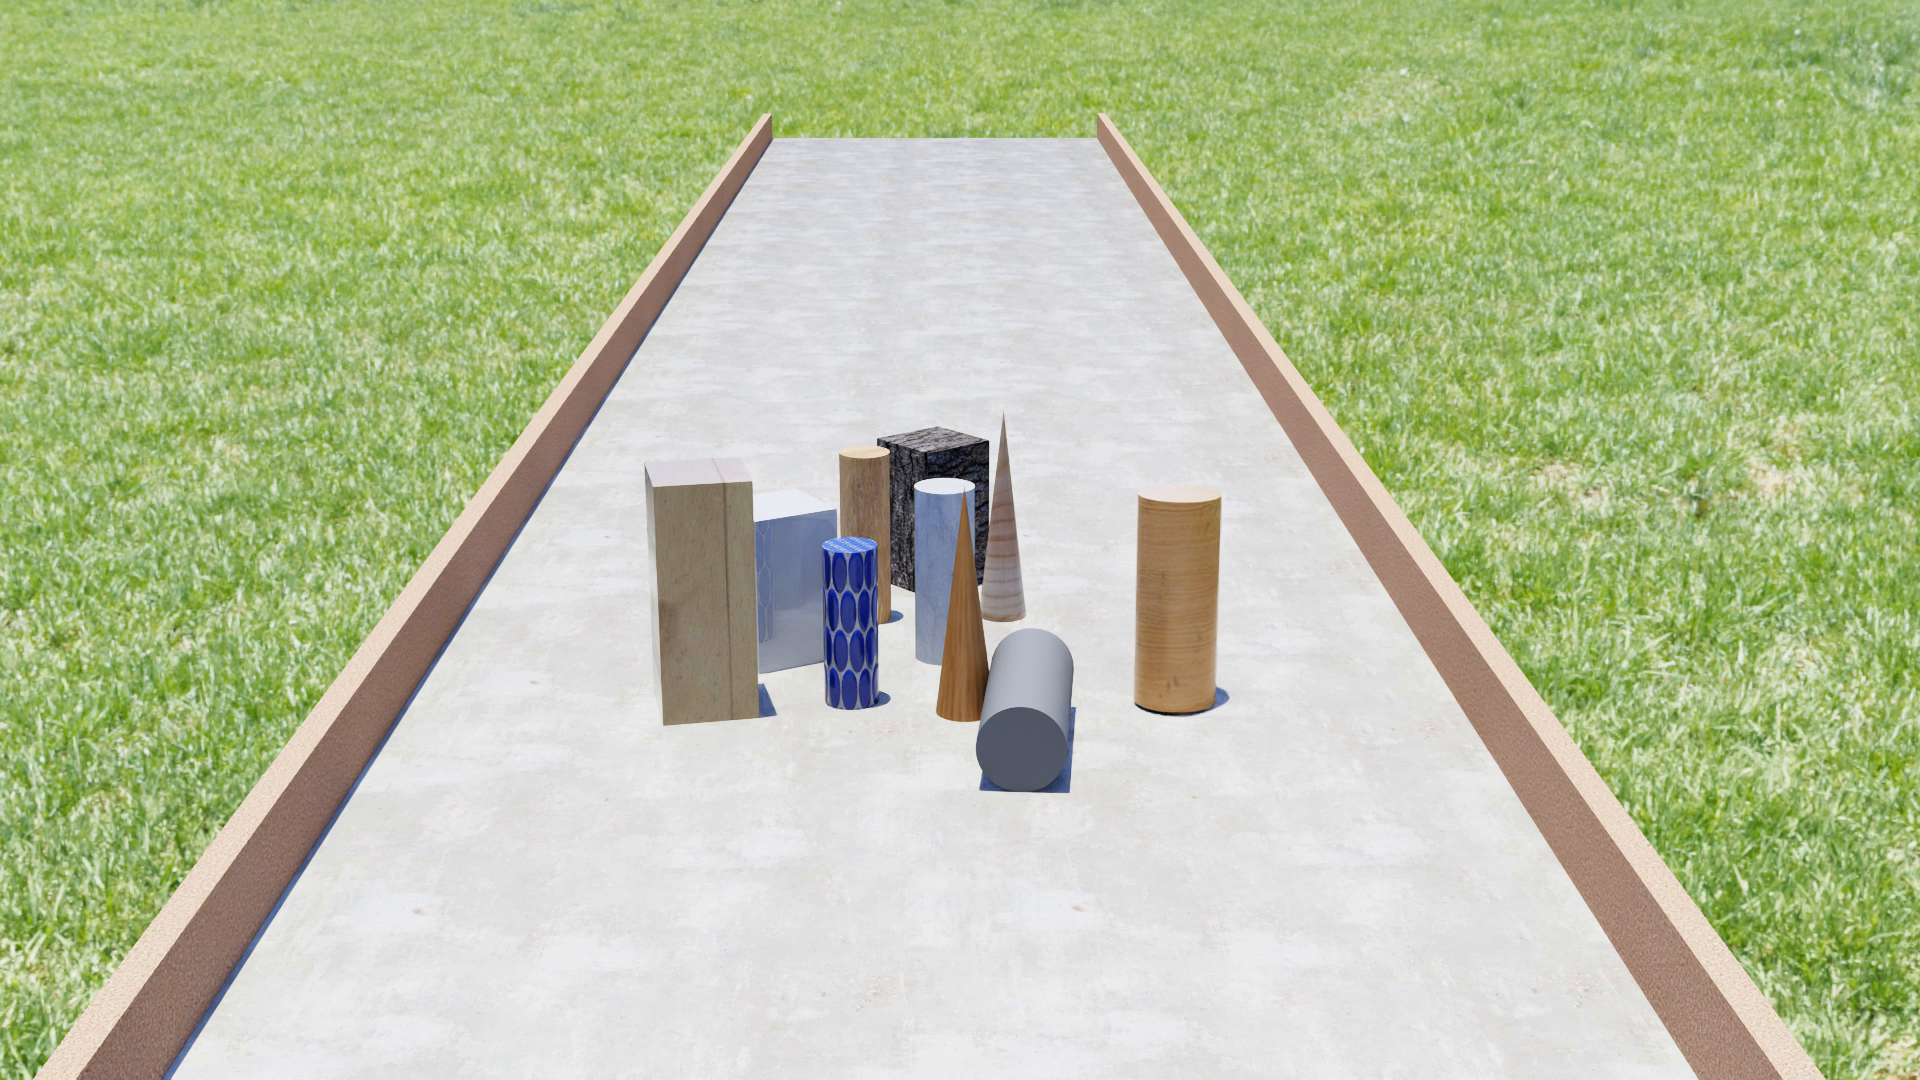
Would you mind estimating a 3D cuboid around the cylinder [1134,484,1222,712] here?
[{"bbox_3d":[0.409,0.109,4.140,0.156,0.403,0.156,0,13,0],"label":"cylinder"}]

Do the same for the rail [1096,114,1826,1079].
[{"bbox_3d":[0.932,-0.844,7.801,0.050,0.150,12.000,0,17,-1],"label":"rail"}]

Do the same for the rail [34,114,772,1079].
[{"bbox_3d":[-1.118,-0.838,7.780,0.050,0.150,12.000,0,17,-1],"label":"rail"}]

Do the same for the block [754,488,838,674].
[{"bbox_3d":[-0.365,0.080,4.409,0.179,0.313,0.179,-10,19,-30],"label":"block"}]

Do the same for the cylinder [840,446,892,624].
[{"bbox_3d":[-0.199,-0.009,4.618,0.105,0.364,0.105,0,17,0],"label":"cylinder"}]

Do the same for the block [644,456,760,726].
[{"bbox_3d":[-0.482,0.094,4.106,0.179,0.459,0.179,-4,17,-12],"label":"block"}]

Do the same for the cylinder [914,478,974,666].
[{"bbox_3d":[-0.030,0.064,4.389,0.120,0.356,0.120,0,17,0],"label":"cylinder"}]

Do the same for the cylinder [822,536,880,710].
[{"bbox_3d":[-0.206,0.158,4.153,0.104,0.310,0.104,0,17,0],"label":"cylinder"}]

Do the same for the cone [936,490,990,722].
[{"bbox_3d":[0.009,0.111,4.078,0.111,0.442,0.111,0,16,0],"label":"cone"}]

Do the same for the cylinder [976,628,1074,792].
[{"bbox_3d":[0.120,0.299,3.947,0.157,0.157,0.414,1,17,4],"label":"cylinder"}]

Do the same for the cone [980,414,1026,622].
[{"bbox_3d":[0.091,-0.057,4.627,0.102,0.451,0.102,0,17,0],"label":"cone"}]

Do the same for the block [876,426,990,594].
[{"bbox_3d":[-0.059,-0.065,4.872,0.175,0.326,0.175,-14,21,-39],"label":"block"}]
